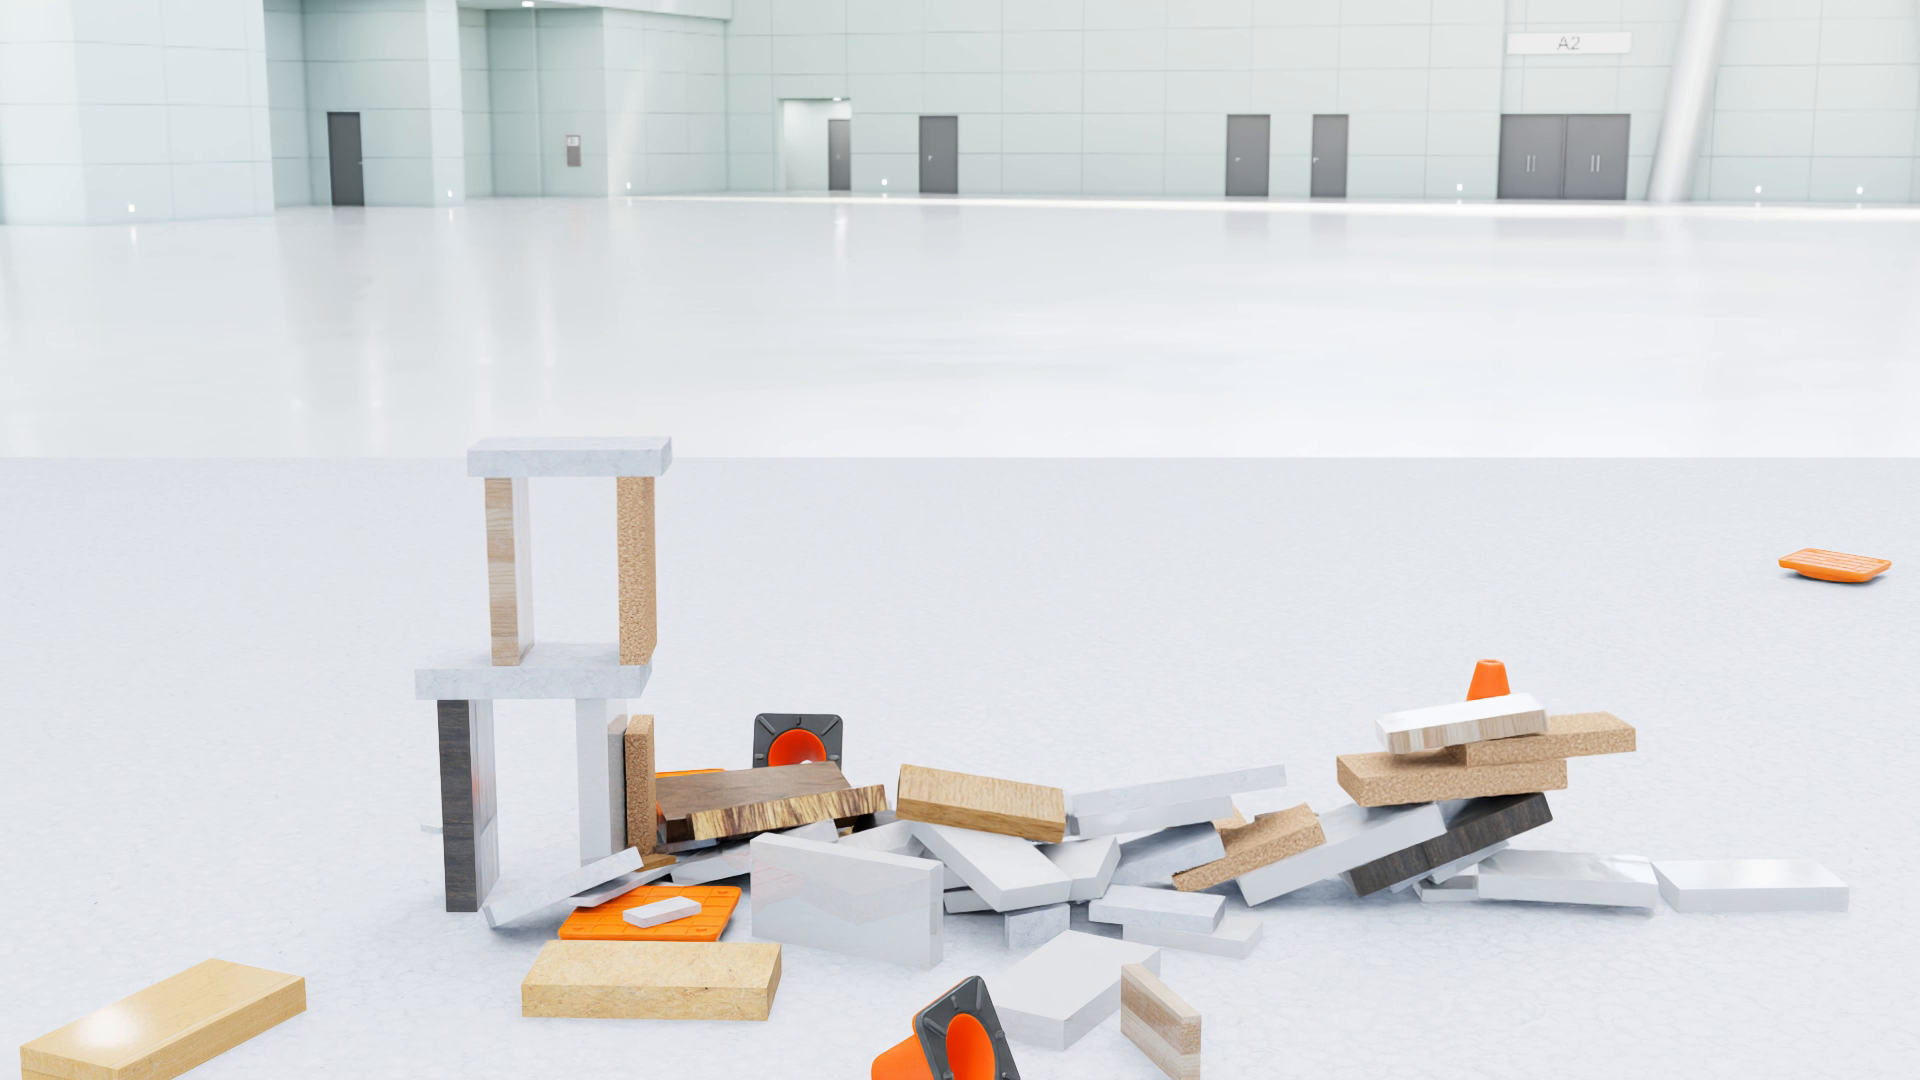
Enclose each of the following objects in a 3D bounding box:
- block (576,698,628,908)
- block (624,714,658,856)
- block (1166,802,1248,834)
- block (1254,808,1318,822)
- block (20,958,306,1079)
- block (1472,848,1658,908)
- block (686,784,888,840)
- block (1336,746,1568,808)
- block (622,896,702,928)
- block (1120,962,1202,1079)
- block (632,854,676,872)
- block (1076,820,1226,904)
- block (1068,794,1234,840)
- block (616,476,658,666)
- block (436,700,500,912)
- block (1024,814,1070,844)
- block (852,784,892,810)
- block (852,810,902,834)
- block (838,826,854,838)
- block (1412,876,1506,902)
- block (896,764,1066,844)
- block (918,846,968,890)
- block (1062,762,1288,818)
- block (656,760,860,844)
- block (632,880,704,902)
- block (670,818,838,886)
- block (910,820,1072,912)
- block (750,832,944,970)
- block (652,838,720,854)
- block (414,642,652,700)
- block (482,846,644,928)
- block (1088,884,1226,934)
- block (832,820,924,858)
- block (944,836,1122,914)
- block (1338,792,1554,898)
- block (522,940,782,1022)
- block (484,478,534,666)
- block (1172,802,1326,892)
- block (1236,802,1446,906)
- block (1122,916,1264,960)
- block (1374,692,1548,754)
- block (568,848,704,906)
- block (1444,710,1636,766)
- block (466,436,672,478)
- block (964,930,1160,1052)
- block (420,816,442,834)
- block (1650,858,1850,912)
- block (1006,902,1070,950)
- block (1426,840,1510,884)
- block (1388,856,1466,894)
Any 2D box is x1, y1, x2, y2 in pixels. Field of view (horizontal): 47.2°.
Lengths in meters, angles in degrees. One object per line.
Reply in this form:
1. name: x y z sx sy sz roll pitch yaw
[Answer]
1. block: -0.592 0.410 3.660 0.051 0.357 0.179 0 11 2
2. block: -0.546 0.440 3.770 0.036 0.257 0.129 0 11 -2
3. block: 0.439 0.505 4.026 0.130 0.037 0.261 -1 11 -5
4. block: 0.602 0.512 4.045 0.108 0.015 0.054 -6 12 -30
5. block: -1.100 0.678 3.059 0.176 0.050 0.353 5 12 25
6. block: 0.997 0.556 3.635 0.282 0.040 0.141 2 11 9
7. block: -0.299 0.466 3.771 0.327 0.045 0.158 -8 -5 -12
8. block: 0.817 0.387 3.669 0.343 0.049 0.171 -5 7 -3
9. block: -0.463 0.579 3.421 0.109 0.015 0.054 -8 11 -42
10. block: 0.273 0.662 3.011 0.028 0.099 0.198 -4 11 -20
11. block: -0.523 0.541 3.683 0.045 0.013 0.090 1 3 33
12. block: 0.307 0.532 3.660 0.257 0.036 0.128 -18 8 1
13. block: 0.316 0.459 3.666 0.257 0.036 0.128 -8 -4 -5
14. block: -0.525 0.037 3.576 0.043 0.306 0.153 0 11 -2
15. block: -0.811 0.414 3.636 0.051 0.357 0.179 0 11 0
16. block: 0.047 0.474 3.737 0.260 0.037 0.130 5 1 23
17. block: -0.262 0.500 4.060 0.244 0.035 0.122 -6 12 -28
18. block: -0.058 0.507 3.822 0.244 0.035 0.122 1 11 6
19. block: -0.074 0.537 3.854 0.260 0.037 0.130 6 12 29
20. block: 0.833 0.580 3.668 0.140 0.020 0.070 0 11 -2
21. block: 0.033 0.430 3.594 0.271 0.037 0.130 9 19 -3
22. block: -0.074 0.540 3.626 0.266 0.038 0.133 -12 13 16
23. block: 0.358 0.419 3.697 0.360 0.037 0.131 -8 -4 -6
24. block: -0.373 0.472 3.957 0.353 0.050 0.176 -4 20 -19
25. block: -0.484 0.586 3.648 0.109 0.015 0.054 5 12 26
26. block: -0.346 0.526 3.689 0.257 0.036 0.129 -16 2 28
27. block: 0.047 0.503 3.507 0.133 0.038 0.266 -3 23 -33
28. block: -0.177 0.558 3.409 0.317 0.158 0.045 5 12 26
29. block: -0.472 0.526 3.791 0.109 0.015 0.054 -10 -5 -1
30. block: -0.694 0.213 3.602 0.357 0.051 0.179 0 11 -2
31. block: -0.632 0.552 3.496 0.244 0.035 0.122 -20 -4 -20
32. block: 0.312 0.583 3.478 0.198 0.028 0.099 3 11 17
33. block: -0.185 0.527 3.629 0.257 0.036 0.129 -18 12 16
34. block: 0.117 0.544 3.578 0.266 0.038 0.133 -10 19 22
35. block: 0.794 0.487 3.663 0.343 0.049 0.171 -22 8 -2
36. block: -0.449 0.646 3.232 0.353 0.050 0.176 0 11 2
37. block: -0.730 0.038 3.571 0.043 0.306 0.153 0 11 -1
38. block: 0.473 0.514 3.659 0.256 0.036 0.128 -21 8 2
39. block: 0.622 0.502 3.661 0.343 0.049 0.171 -21 8 2
40. block: 0.366 0.615 3.459 0.198 0.028 0.099 5 11 23
41. block: 0.829 0.304 3.650 0.261 0.037 0.131 -9 7 2
42. block: -0.528 0.555 3.641 0.045 0.013 0.429 0 3 18
43. block: 0.965 0.331 3.670 0.282 0.040 0.141 -5 7 -2
44. block: -0.625 -0.135 3.542 0.306 0.043 0.153 0 11 -1
45. block: 0.154 0.653 3.209 0.158 0.045 0.317 6 12 29
46. block: -0.939 0.517 4.025 0.045 0.013 0.090 6 12 28
47. block: 1.307 0.573 3.651 0.282 0.040 0.141 0 11 -3
48. block: 0.122 0.605 3.442 0.108 0.054 0.015 -6 12 -28
49. block: 0.841 0.526 3.673 0.140 0.020 0.070 -28 8 -5
50. block: 0.771 0.540 3.666 0.140 0.020 0.070 -27 8 0
